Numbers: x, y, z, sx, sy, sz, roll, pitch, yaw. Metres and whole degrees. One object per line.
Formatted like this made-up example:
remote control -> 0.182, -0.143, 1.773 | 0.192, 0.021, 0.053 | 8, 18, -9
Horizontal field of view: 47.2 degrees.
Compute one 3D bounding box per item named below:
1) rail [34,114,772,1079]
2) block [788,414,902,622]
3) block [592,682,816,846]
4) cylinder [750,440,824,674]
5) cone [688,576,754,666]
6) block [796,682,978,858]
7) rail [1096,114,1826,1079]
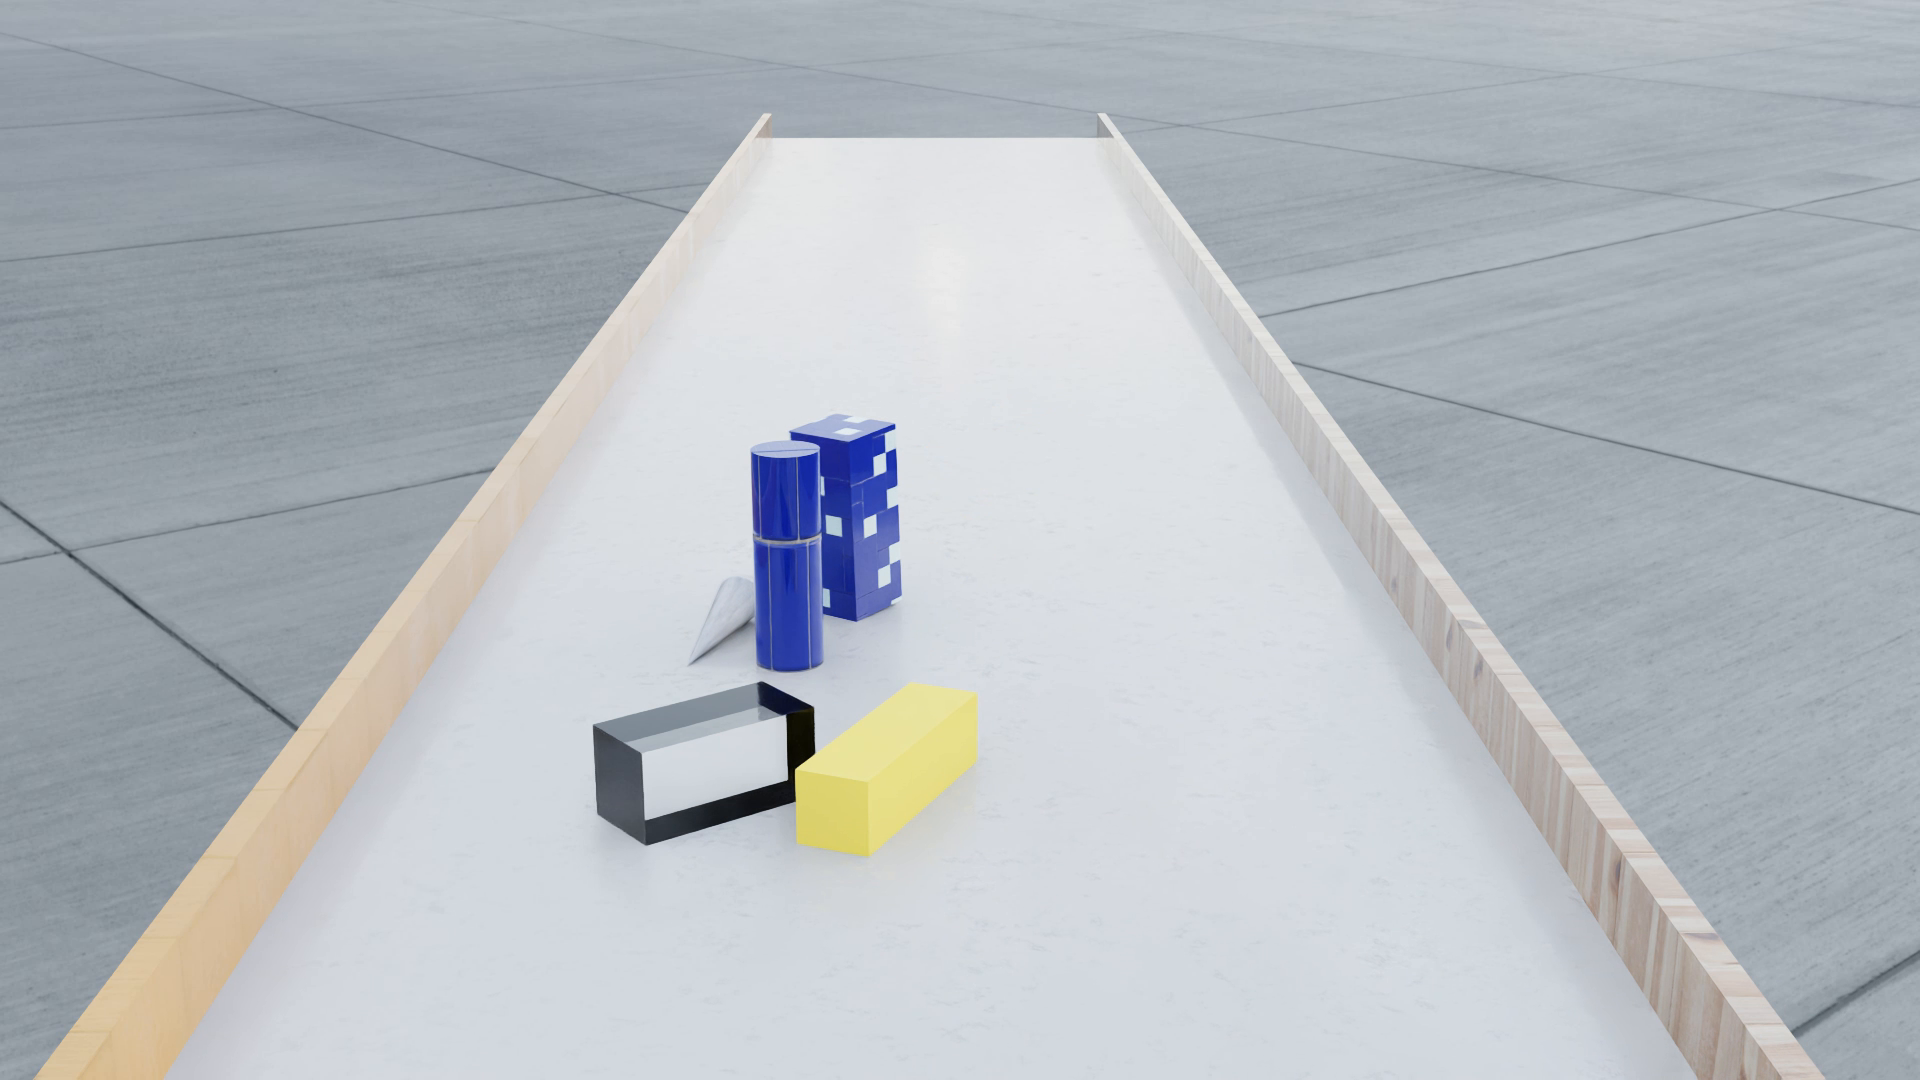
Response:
rail -> -1.118, -0.838, 7.780 | 0.050, 0.150, 12.000 | 0, 17, -1
block -> -0.242, -0.050, 4.687 | 0.160, 0.396, 0.160 | 11, 23, 34
block -> -0.427, 0.371, 3.697 | 0.334, 0.161, 0.161 | -13, 21, -36
cylinder -> -0.341, 0.033, 4.346 | 0.136, 0.439, 0.136 | 0, 17, 0
cone -> -0.504, 0.188, 4.508 | 0.100, 0.100, 0.310 | 5, 26, 15
block -> -0.117, 0.381, 3.719 | 0.130, 0.130, 0.441 | 7, 18, 23
rail -> 0.932, -0.844, 7.801 | 0.050, 0.150, 12.000 | 0, 17, -1
